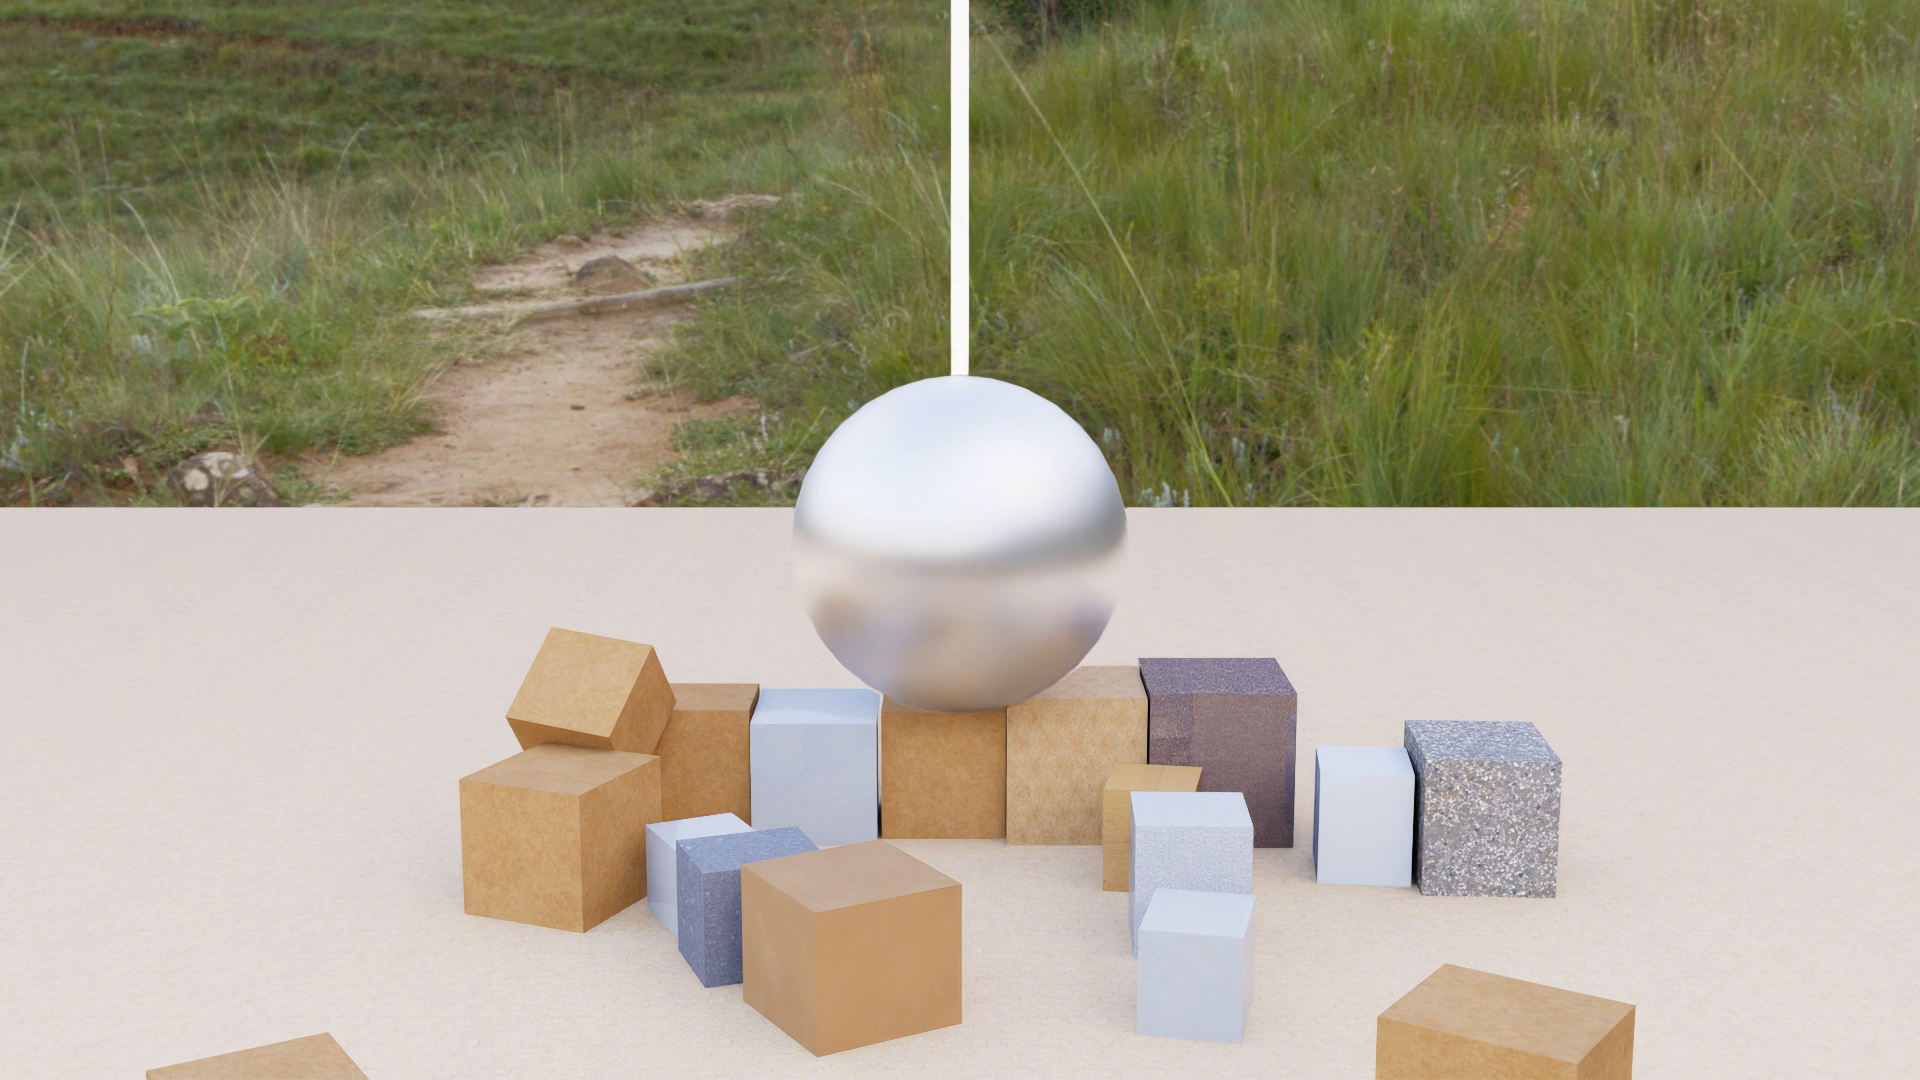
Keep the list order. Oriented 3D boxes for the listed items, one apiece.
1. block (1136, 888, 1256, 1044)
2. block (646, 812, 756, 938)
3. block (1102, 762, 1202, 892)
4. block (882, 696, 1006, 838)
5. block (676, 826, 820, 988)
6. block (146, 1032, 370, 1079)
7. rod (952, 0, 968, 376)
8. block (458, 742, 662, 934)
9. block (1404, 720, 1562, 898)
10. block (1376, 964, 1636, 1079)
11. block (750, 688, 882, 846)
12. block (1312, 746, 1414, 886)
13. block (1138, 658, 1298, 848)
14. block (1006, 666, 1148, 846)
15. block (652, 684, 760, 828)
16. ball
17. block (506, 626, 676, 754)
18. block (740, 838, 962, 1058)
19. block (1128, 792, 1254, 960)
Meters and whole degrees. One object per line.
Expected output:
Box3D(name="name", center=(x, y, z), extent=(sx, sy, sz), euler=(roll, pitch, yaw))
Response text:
Box3D(name="block", center=(0.962, 1.716, 8.899), extent=(0.413, 0.440, 0.504), euler=(2, 11, 13))
Box3D(name="block", center=(-1.160, 1.526, 10.032), extent=(0.420, 0.408, 0.432), euler=(-5, 11, -26))
Box3D(name="block", center=(0.927, 1.383, 10.554), extent=(0.427, 0.502, 0.447), euler=(2, 10, 11))
Box3D(name="block", center=(-0.082, 1.141, 11.434), extent=(0.630, 0.664, 0.602), euler=(0, 10, 0))
Box3D(name="block", center=(-0.897, 1.576, 9.494), extent=(0.548, 0.502, 0.477), euler=(-4, 11, -20))
Box3D(name="block", center=(-2.181, 1.993, 6.934), extent=(0.581, 0.597, 0.589), euler=(-6, 12, -32))
Box3D(name="rod", center=(0.000, -3.373, 10.240), extent=(0.080, 5.200, 0.080), euler=(0, 3, 0))
Box3D(name="block", center=(-1.846, 1.369, 10.240), extent=(0.642, 0.642, 0.693), euler=(4, 11, 23))
Box3D(name="block", center=(2.504, 1.288, 10.633), extent=(0.624, 0.661, 0.723), euler=(1, 10, 3))
Box3D(name="block", center=(1.795, 1.884, 7.272), extent=(0.664, 0.692, 0.572), euler=(7, 12, 34))
Box3D(name="block", center=(-0.734, 1.165, 11.390), extent=(0.633, 0.632, 0.716), euler=(0, 10, 0))
Box3D(name="block", center=(1.956, 1.335, 10.689), extent=(0.440, 0.549, 0.488), euler=(1, 10, 6))
Box3D(name="block", center=(1.309, 1.087, 11.362), extent=(0.729, 0.797, 0.778), euler=(0, 10, 0))
Box3D(name="block", center=(0.585, 1.103, 11.370), extent=(0.702, 0.762, 0.707), euler=(0, 10, 0))
Box3D(name="block", center=(-1.367, 1.140, 11.406), extent=(0.613, 0.676, 0.557), euler=(0, 10, 0))
Box3D(name="ball", center=(0.000, 0.022, 10.430), extent=(1.600, 1.600, 1.600), euler=(0, 10, 0))
Box3D(name="block", center=(-1.803, 0.830, 10.804), extent=(0.555, 0.483, 0.547), euler=(9, 54, 17))
Box3D(name="block", center=(-0.444, 1.636, 8.921), extent=(0.654, 0.588, 0.667), euler=(-6, 12, -30))
Box3D(name="block", center=(1.015, 1.480, 9.742), extent=(0.504, 0.601, 0.509), euler=(0, 10, 2))
